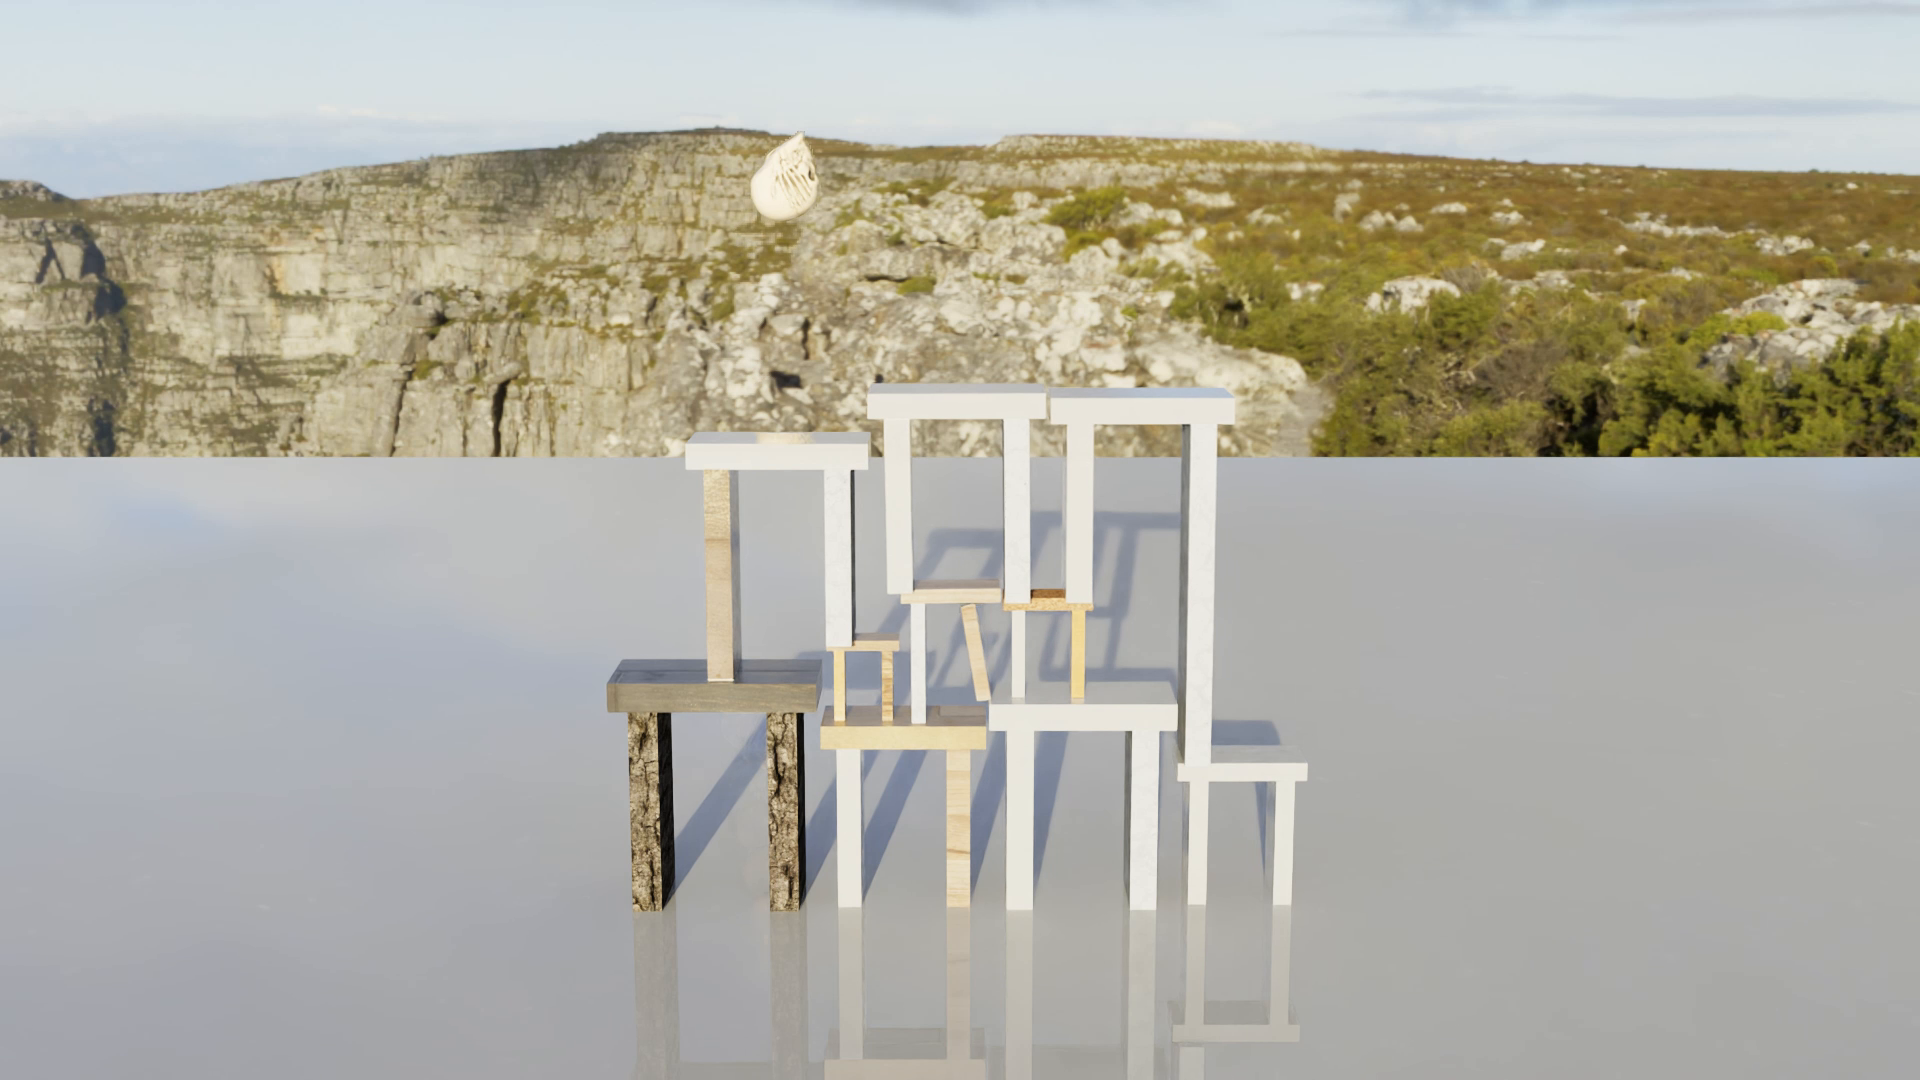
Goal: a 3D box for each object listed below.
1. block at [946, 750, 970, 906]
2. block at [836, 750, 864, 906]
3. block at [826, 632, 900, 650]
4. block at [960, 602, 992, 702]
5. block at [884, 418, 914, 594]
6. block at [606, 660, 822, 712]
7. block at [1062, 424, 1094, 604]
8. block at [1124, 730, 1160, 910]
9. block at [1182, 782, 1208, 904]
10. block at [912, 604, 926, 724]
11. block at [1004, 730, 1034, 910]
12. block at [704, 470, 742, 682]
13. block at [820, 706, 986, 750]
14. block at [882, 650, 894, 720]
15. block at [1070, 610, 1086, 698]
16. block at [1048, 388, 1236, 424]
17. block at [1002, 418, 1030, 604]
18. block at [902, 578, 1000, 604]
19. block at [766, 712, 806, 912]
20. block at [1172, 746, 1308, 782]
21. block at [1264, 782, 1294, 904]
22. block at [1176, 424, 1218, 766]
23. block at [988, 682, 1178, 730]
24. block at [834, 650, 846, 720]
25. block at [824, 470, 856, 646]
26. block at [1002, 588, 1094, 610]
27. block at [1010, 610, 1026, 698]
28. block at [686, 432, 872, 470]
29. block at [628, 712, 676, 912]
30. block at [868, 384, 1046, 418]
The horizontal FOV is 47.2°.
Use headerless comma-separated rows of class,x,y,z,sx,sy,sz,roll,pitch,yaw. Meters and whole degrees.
block,-0.003,0.458,3.648,0.038,0.267,0.134,0,11,0
block,-0.181,0.458,3.648,0.038,0.267,0.134,0,11,0
block,-0.157,0.166,3.592,0.117,0.017,0.058,0,10,0
block,0.026,0.175,3.588,0.023,0.159,0.080,-9,10,2
block,-0.097,-0.065,3.544,0.040,0.280,0.140,-1,11,0
block,-0.398,0.238,3.601,0.335,0.047,0.167,0,11,0
block,0.189,-0.054,3.550,0.041,0.288,0.144,0,11,0
block,0.299,0.442,3.640,0.043,0.302,0.151,0,11,0
block,0.390,0.486,3.650,0.030,0.211,0.105,0,11,0
block,-0.067,0.193,3.591,0.023,0.199,0.080,0,11,0
block,0.097,0.442,3.640,0.043,0.302,0.151,0,11,0
block,-0.385,0.045,3.571,0.041,0.344,0.144,0,11,0
block,-0.092,0.308,3.620,0.267,0.038,0.134,0,11,0
block,-0.118,0.232,3.604,0.017,0.117,0.059,0,11,0
block,0.191,0.179,3.597,0.021,0.145,0.072,0,11,0
block,0.287,-0.215,3.518,0.288,0.041,0.144,0,11,0
block,0.090,-0.057,3.545,0.040,0.296,0.140,-1,11,0
block,-0.015,0.083,3.570,0.159,0.023,0.080,-1,11,1
block,-0.286,0.426,3.636,0.047,0.335,0.167,0,11,0
block,0.460,0.368,3.628,0.211,0.030,0.105,0,11,0
block,0.530,0.486,3.650,0.030,0.211,0.105,0,11,0
block,0.384,0.079,3.574,0.041,0.558,0.144,0,11,0
block,0.198,0.272,3.609,0.302,0.043,0.151,0,11,0
block,-0.196,0.232,3.604,0.017,0.117,0.059,0,10,0
block,-0.194,0.017,3.567,0.041,0.287,0.144,0,10,0
block,0.142,0.097,3.581,0.145,0.021,0.072,0,11,0
block,0.095,0.179,3.597,0.021,0.145,0.072,0,11,0
block,-0.289,-0.144,3.536,0.287,0.041,0.144,0,11,0
block,-0.509,0.426,3.636,0.047,0.335,0.167,0,11,0
block,-0.005,-0.222,3.514,0.280,0.040,0.140,0,11,0
